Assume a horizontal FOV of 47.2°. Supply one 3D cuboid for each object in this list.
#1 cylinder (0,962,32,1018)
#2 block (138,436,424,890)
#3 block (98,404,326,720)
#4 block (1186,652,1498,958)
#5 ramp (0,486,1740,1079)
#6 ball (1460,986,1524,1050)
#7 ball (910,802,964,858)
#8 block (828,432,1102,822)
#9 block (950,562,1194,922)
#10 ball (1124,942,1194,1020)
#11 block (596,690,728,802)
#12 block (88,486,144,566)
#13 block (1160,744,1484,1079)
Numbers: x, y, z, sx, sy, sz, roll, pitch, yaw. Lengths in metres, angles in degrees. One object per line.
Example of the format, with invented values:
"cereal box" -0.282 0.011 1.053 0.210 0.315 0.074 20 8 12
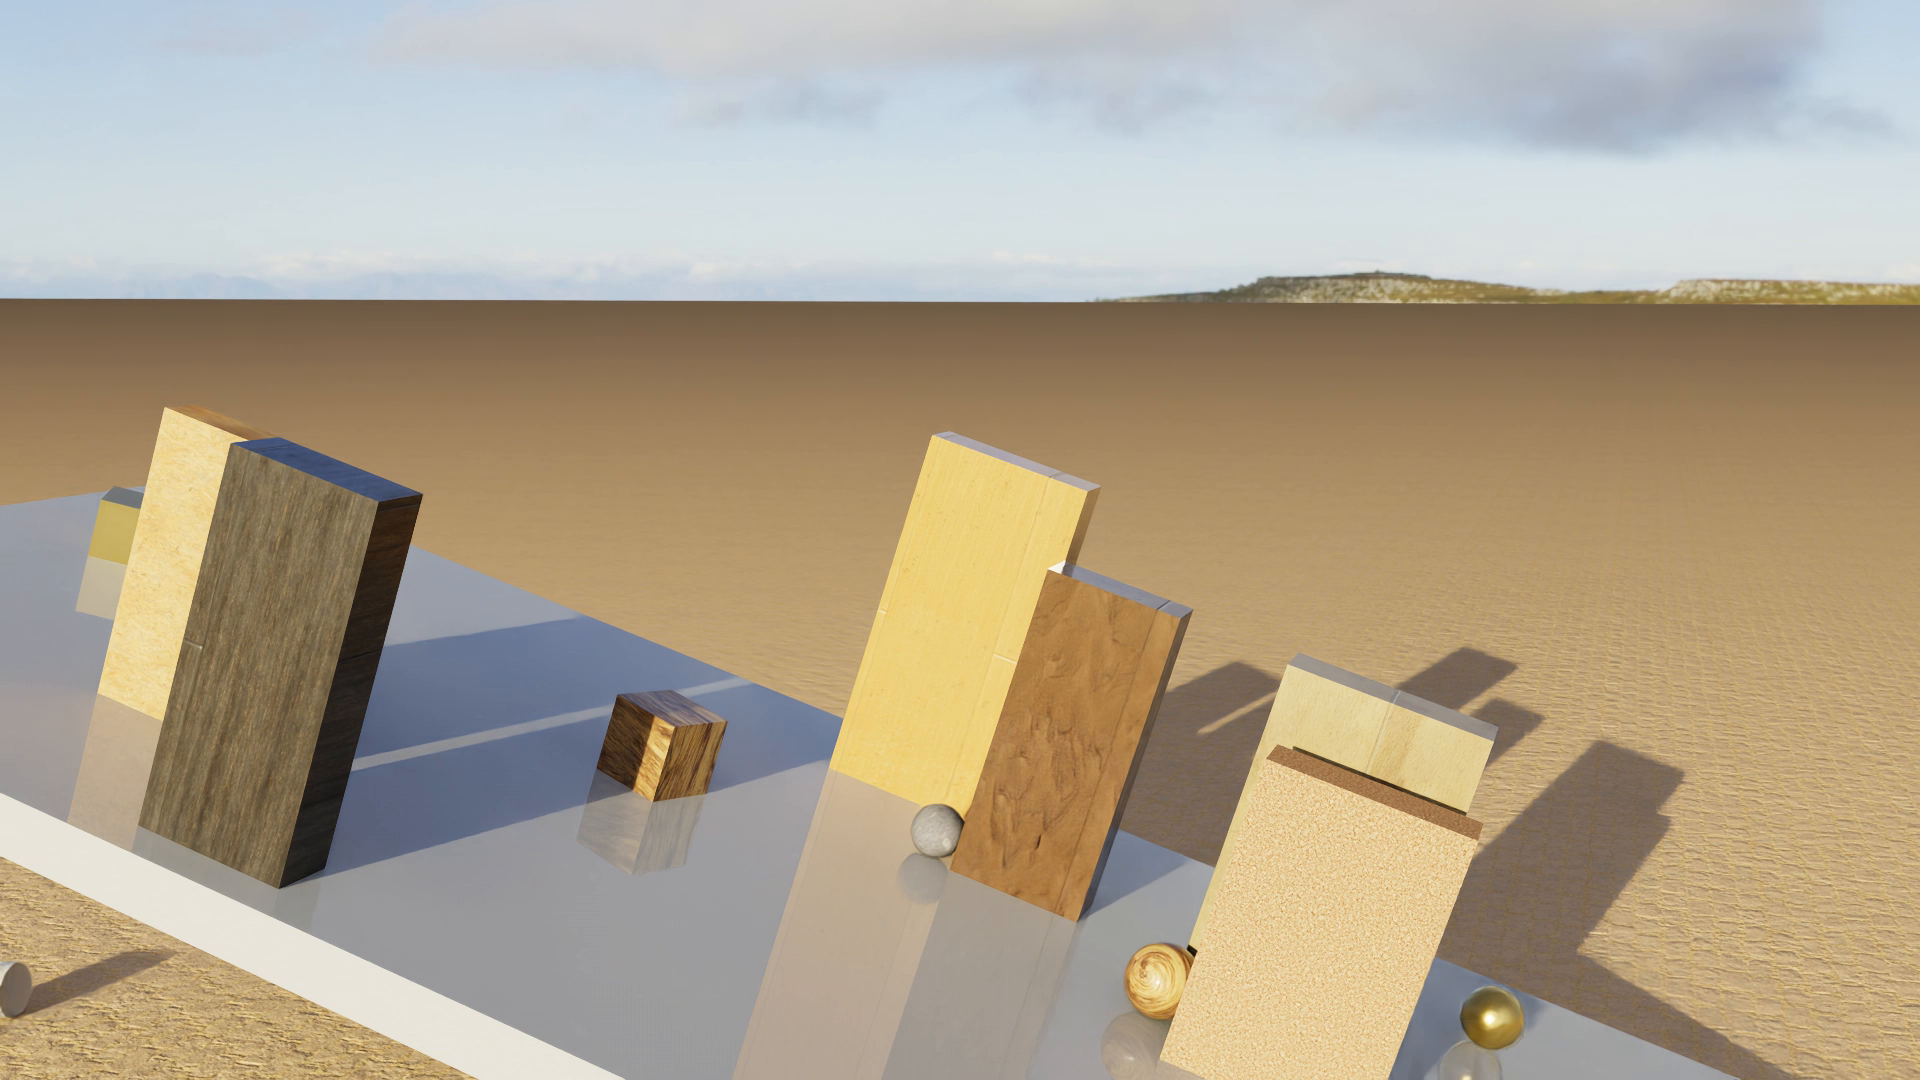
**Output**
"cylinder" -2.421 1.122 5.492 0.136 0.136 0.136 1 7 10
"block" -1.085 0.193 3.503 0.272 0.654 0.129 21 12 14
"block" -1.293 0.085 3.948 0.406 0.550 0.092 21 12 14
"block" 0.686 0.608 4.071 0.386 0.696 0.135 21 12 14
"ramp" -0.356 0.671 4.225 4.000 0.100 2.000 21 12 14
"ball" 1.069 0.960 4.417 0.127 0.127 0.127 0 7 0
"ball" -0.046 0.595 4.503 0.112 0.112 0.112 0 7 0
"block" 0.007 0.193 4.786 0.359 0.778 0.124 21 12 14
"block" 0.222 0.404 4.429 0.281 0.657 0.129 21 12 14
"ball" 0.374 0.811 4.047 0.143 0.143 0.143 0 7 0
"block" -0.599 0.411 4.421 0.161 0.161 0.161 25 14 31
"block" -1.796 -0.026 4.768 0.128 0.128 0.128 15 12 -12
"block" 0.628 0.702 3.840 0.377 0.580 0.127 21 12 14
